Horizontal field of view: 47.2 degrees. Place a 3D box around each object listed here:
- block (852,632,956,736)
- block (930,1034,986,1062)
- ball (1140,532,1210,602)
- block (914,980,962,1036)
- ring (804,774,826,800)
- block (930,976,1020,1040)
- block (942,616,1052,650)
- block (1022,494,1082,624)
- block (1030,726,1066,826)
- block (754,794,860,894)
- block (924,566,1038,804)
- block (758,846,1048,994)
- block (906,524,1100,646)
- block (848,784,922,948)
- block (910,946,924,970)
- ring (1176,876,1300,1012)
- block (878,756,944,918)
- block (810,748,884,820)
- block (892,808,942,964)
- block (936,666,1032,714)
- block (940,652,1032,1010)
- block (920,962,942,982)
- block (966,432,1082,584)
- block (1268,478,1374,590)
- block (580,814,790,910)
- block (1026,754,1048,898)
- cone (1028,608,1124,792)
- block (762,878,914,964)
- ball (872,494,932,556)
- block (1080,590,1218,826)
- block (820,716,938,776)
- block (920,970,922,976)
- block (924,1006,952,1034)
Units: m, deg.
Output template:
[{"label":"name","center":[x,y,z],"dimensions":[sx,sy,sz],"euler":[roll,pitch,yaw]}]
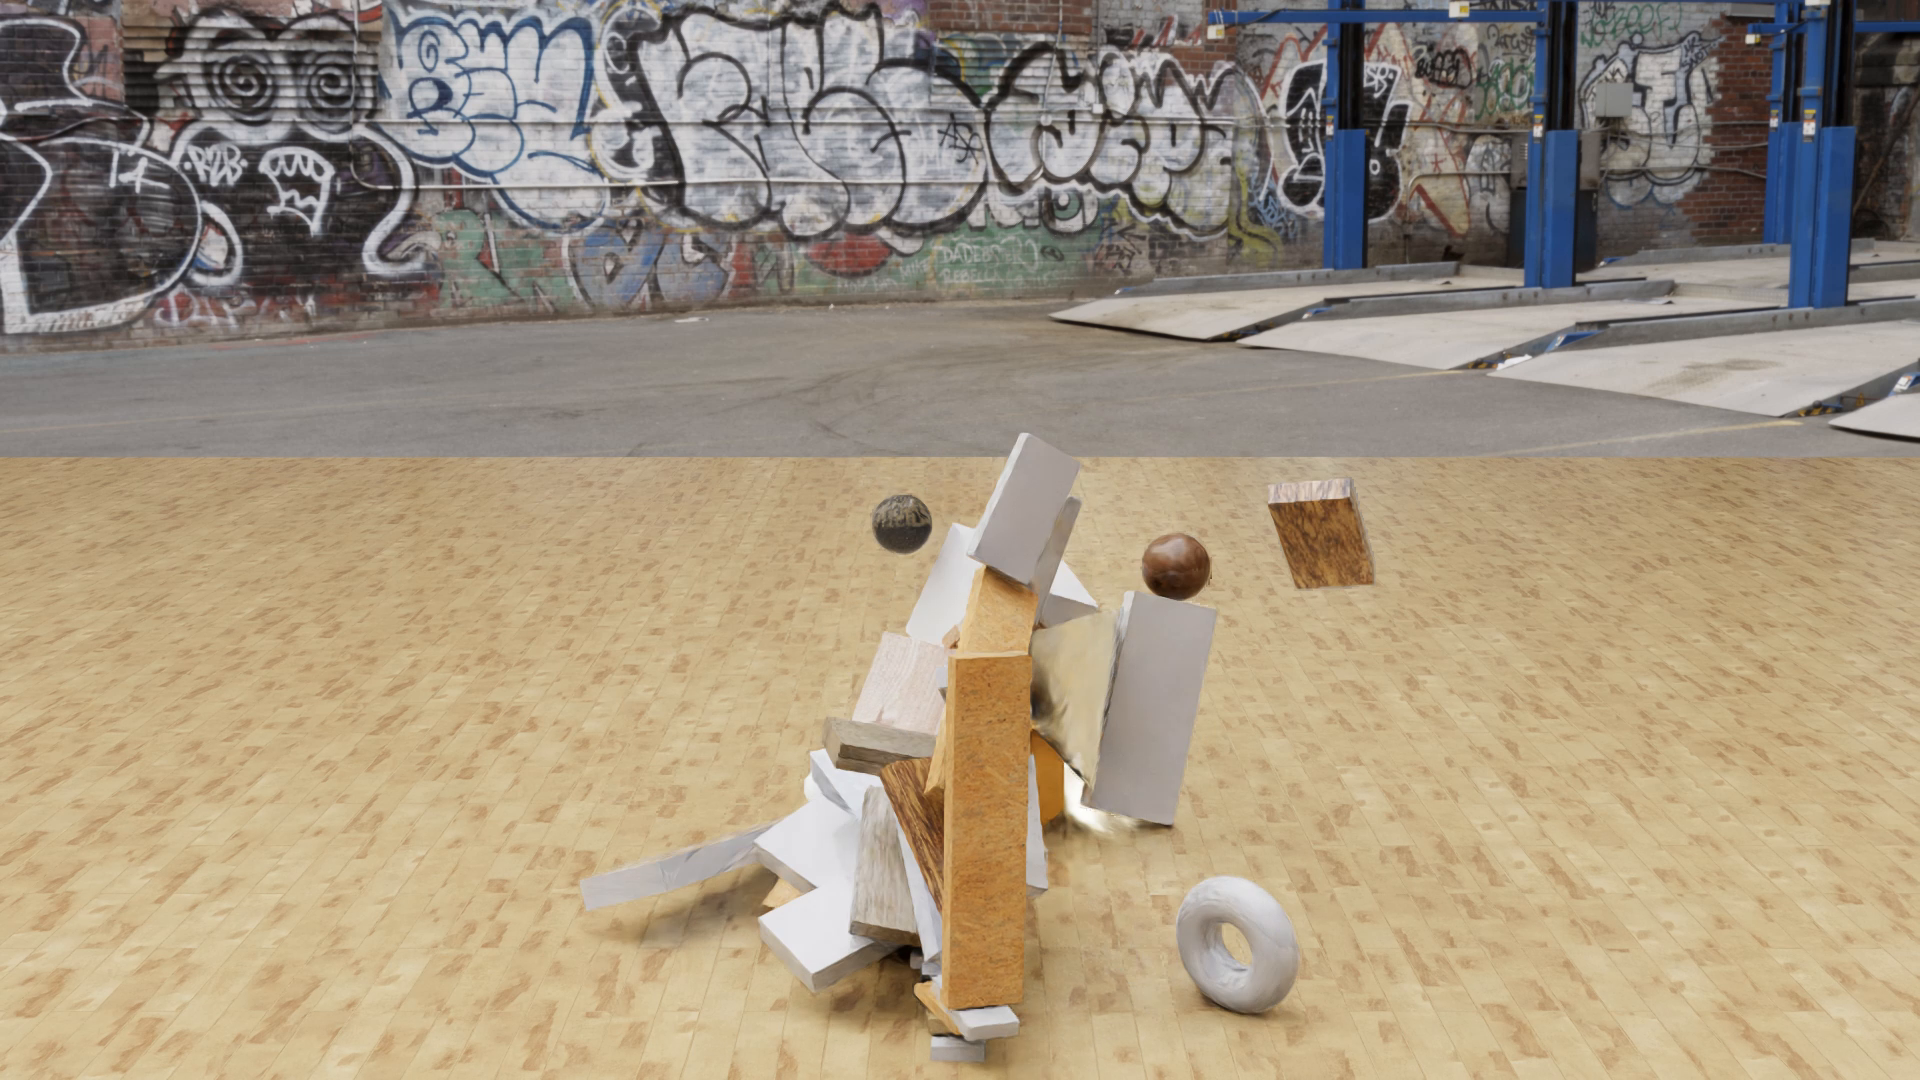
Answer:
[{"label":"block","center":[-0.098,0.316,3.908],"dimensions":[0.171,0.048,0.342],"euler":[15,43,4]},{"label":"block","center":[0.000,0.689,3.077],"dimensions":[0.074,0.021,0.148],"euler":[0,11,2]},{"label":"ball","center":[0.414,0.052,4.223],"dimensions":[0.133,0.133,0.133],"euler":[0,11,0]},{"label":"block","center":[-0.007,0.646,3.048],"dimensions":[0.063,0.018,0.125],"euler":[-4,18,-28]},{"label":"ring","center":[-0.187,0.427,3.940],"dimensions":[0.192,0.064,0.192],"euler":[-14,-5,-1]},{"label":"block","center":[0.019,0.637,3.013],"dimensions":[0.074,0.021,0.148],"euler":[-2,17,-20]},{"label":"block","center":[0.139,0.247,4.283],"dimensions":[0.335,0.167,0.047],"euler":[42,13,-27]},{"label":"block","center":[0.107,0.019,3.463],"dimensions":[0.105,0.210,0.030],"euler":[17,8,-24]},{"label":"block","center":[0.067,0.417,4.058],"dimensions":[0.198,0.198,0.198],"euler":[4,11,23]},{"label":"block","center":[-0.168,0.503,3.359],"dimensions":[0.283,0.040,0.141],"euler":[29,47,36]},{"label":"block","center":[0.036,0.224,3.280],"dimensions":[0.105,0.434,0.030],"euler":[33,-46,-21]},{"label":"block","center":[-0.079,0.522,3.252],"dimensions":[0.424,0.040,0.141],"euler":[-23,40,-29]},{"label":"block","center":[0.081,0.158,4.429],"dimensions":[0.250,0.250,0.250],"euler":[17,18,-24]},{"label":"block","center":[-0.090,0.475,3.208],"dimensions":[0.120,0.034,0.239],"euler":[13,46,-8]},{"label":"block","center":[-0.029,0.597,3.242],"dimensions":[0.070,0.020,0.140],"euler":[-5,9,7]},{"label":"ring","center":[0.399,0.582,3.168],"dimensions":[0.204,0.204,0.068],"euler":[10,20,42]},{"label":"block","center":[-0.018,0.427,3.174],"dimensions":[0.120,0.239,0.034],"euler":[-4,-30,-43]},{"label":"block","center":[-0.116,0.419,3.616],"dimensions":[0.171,0.048,0.342],"euler":[-10,21,-18]},{"label":"block","center":[-0.018,0.488,3.177],"dimensions":[0.120,0.257,0.034],"euler":[12,-40,-35]},{"label":"block","center":[0.035,0.213,3.087],"dimensions":[0.108,0.031,0.216],"euler":[-8,-19,5]},{"label":"block","center":[0.035,0.391,2.963],"dimensions":[0.108,0.481,0.031],"euler":[-2,8,-20]},{"label":"block","center":[-0.025,0.635,3.191],"dimensions":[0.063,0.018,0.125],"euler":[-1,-24,-2]},{"label":"block","center":[0.099,-0.048,3.399],"dimensions":[0.105,0.210,0.030],"euler":[28,-9,-23]},{"label":"block","center":[0.761,-0.009,4.615],"dimensions":[0.167,0.047,0.335],"euler":[-4,-34,18]},{"label":"block","center":[-0.341,0.508,3.691],"dimensions":[0.171,0.048,0.677],"euler":[-18,-5,33]},{"label":"block","center":[0.064,0.395,3.131],"dimensions":[0.108,0.216,0.031],"euler":[20,-42,-32]},{"label":"cone","center":[0.194,0.306,3.909],"dimensions":[0.296,0.296,0.296],"euler":[-17,-6,-2]},{"label":"block","center":[-0.163,0.562,3.475],"dimensions":[0.293,0.042,0.147],"euler":[10,54,42]},{"label":"ball","center":[-0.117,-0.031,4.446],"dimensions":[0.123,0.123,0.123],"euler":[0,11,0]},{"label":"block","center":[0.346,0.307,4.029],"dimensions":[0.167,0.403,0.047],"euler":[14,-5,-15]},{"label":"block","center":[-0.064,0.335,3.393],"dimensions":[0.283,0.040,0.141],"euler":[12,10,-15]},{"label":"block","center":[-0.022,0.636,3.295],"dimensions":[0.063,0.018,0.125],"euler":[-4,-1,5]},{"label":"block","center":[-0.012,0.661,3.108],"dimensions":[0.074,0.021,0.148],"euler":[0,8,-3]}]
